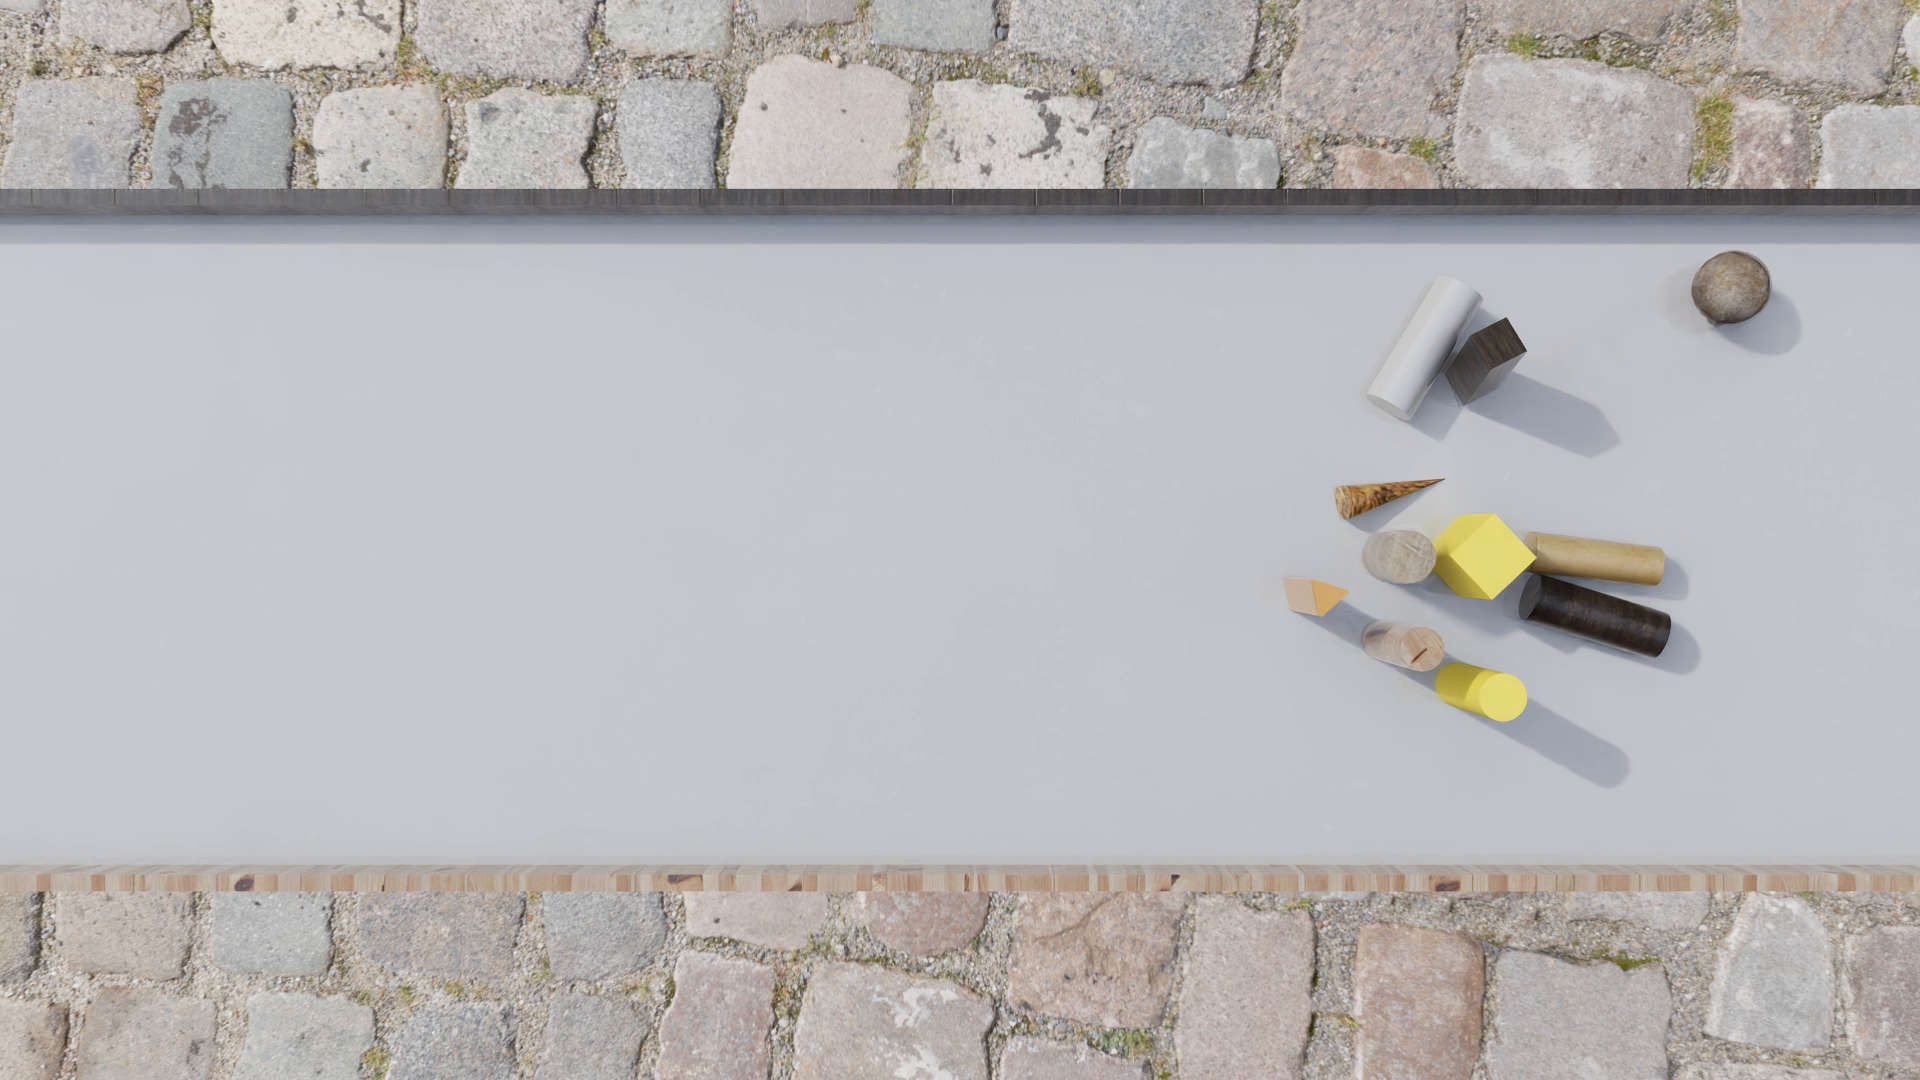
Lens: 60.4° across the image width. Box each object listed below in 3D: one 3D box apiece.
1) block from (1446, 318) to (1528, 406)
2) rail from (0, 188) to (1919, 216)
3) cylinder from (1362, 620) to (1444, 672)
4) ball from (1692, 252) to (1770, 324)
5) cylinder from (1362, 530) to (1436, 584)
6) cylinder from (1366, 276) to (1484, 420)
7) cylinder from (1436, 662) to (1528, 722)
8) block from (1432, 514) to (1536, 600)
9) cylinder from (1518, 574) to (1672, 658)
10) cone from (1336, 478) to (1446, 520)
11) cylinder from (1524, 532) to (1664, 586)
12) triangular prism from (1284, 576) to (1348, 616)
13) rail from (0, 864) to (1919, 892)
[{"bbox_3d":[1.550,-0.524,4.876,0.115,0.385,0.115,-27,78,0],"label":"block"},{"bbox_3d":[-2.247,-1.025,5.002,12.000,0.150,0.050,0,90,0],"label":"rail"},{"bbox_3d":[1.297,0.307,4.850,0.125,0.452,0.125,0,90,0],"label":"cylinder"},{"bbox_3d":[2.321,-0.759,4.969,0.215,0.215,0.215,0,90,0],"label":"ball"},{"bbox_3d":[1.307,0.047,4.919,0.153,0.307,0.153,0,91,3],"label":"cylinder"},{"bbox_3d":[1.407,-0.581,5.000,0.153,0.153,0.419,32,90,0],"label":"cylinder"},{"bbox_3d":[1.530,0.443,4.861,0.136,0.430,0.136,0,90,0],"label":"cylinder"},{"bbox_3d":[1.539,0.048,4.918,0.177,0.318,0.177,-43,90,0],"label":"block"},{"bbox_3d":[1.923,0.230,5.003,0.408,0.148,0.148,17,90,0],"label":"cylinder"},{"bbox_3d":[1.333,-0.151,5.050,0.347,0.107,0.107,-13,90,-9],"label":"cone"},{"bbox_3d":[1.923,0.058,5.015,0.390,0.123,0.123,7,90,0],"label":"cylinder"},{"bbox_3d":[1.026,0.147,4.866,0.107,0.422,0.093,-42,90,0],"label":"triangular prism"},{"bbox_3d":[-2.247,1.025,5.001,12.000,0.150,0.050,0,90,0],"label":"rail"}]
